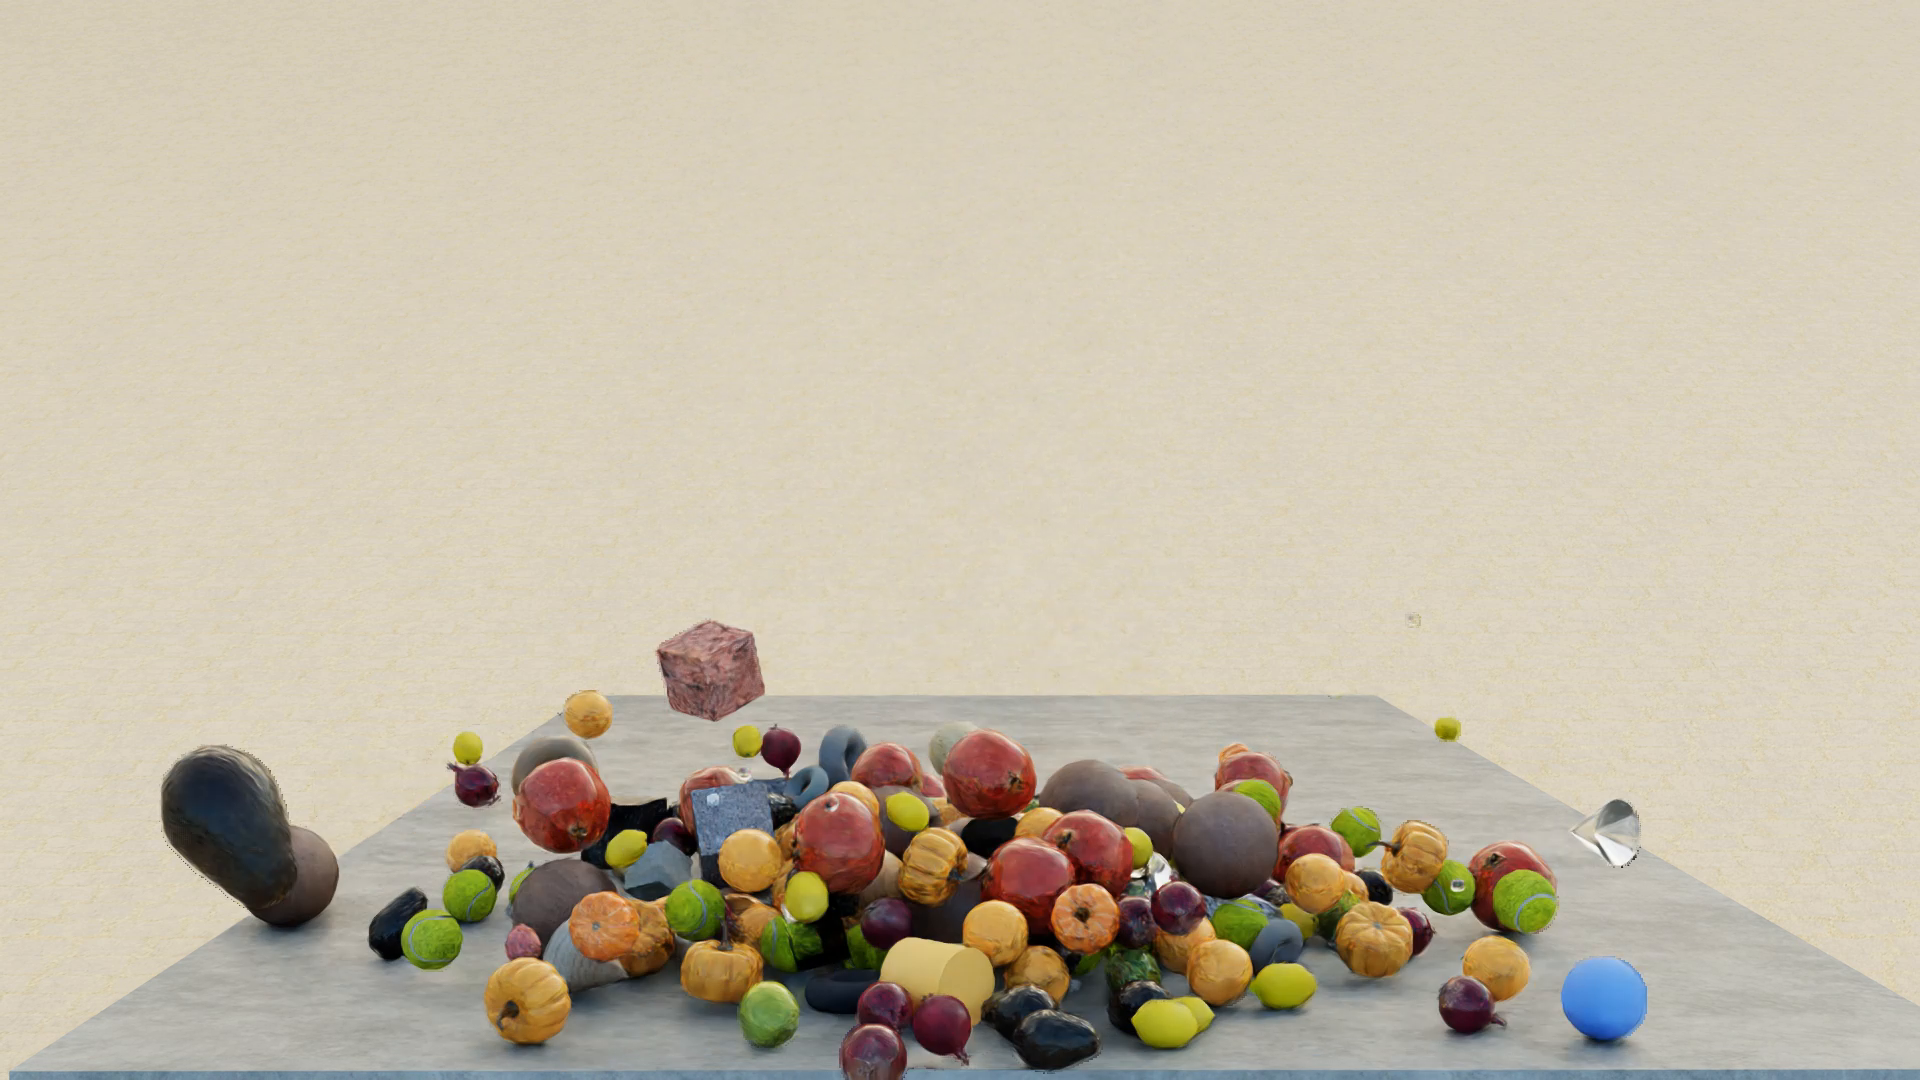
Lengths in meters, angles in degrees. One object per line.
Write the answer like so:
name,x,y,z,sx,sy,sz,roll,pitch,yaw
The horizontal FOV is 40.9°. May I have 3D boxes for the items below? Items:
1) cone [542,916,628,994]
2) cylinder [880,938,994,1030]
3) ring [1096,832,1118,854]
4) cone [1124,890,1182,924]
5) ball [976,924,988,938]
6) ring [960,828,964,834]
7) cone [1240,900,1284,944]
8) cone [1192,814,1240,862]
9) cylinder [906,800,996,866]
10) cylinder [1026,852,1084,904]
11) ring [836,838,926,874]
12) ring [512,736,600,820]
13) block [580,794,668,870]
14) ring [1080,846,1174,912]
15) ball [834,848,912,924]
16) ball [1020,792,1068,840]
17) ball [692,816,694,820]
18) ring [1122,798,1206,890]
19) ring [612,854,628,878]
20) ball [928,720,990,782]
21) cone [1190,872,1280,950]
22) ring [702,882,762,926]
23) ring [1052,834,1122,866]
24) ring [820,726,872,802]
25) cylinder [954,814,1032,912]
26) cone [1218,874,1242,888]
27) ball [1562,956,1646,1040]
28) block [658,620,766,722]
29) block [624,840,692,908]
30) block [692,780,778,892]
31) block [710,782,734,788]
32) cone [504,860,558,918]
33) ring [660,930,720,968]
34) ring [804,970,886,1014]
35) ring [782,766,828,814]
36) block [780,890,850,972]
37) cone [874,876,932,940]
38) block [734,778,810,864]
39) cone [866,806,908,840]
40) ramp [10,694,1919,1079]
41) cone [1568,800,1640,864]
cone,-0.401,0.477,2.879,0.092,0.092,0.092,14,27,38
cylinder,-0.025,0.475,2.760,0.087,0.087,0.087,2,19,43
ring,0.205,0.449,3.614,0.027,0.080,0.080,1,24,8
cone,0.253,0.458,3.380,0.079,0.079,0.079,0,2,0
ball,0.007,0.473,3.234,0.060,0.060,0.060,0,25,0
ring,0.021,0.450,3.718,0.025,0.076,0.076,-24,28,-5
cone,0.380,0.487,3.206,0.059,0.059,0.059,-11,55,16
cone,0.372,0.450,3.773,0.081,0.081,0.081,11,27,25
cylinder,-0.010,0.433,3.815,0.098,0.098,0.098,-7,15,43
cylinder,0.132,0.462,3.517,0.062,0.062,0.062,-14,8,-29
ring,-0.116,0.463,3.760,0.132,0.044,0.132,0,0,0
ring,-0.582,0.342,3.705,0.127,0.127,0.042,0,-19,0
block,-0.500,0.435,3.835,0.096,0.096,0.096,1,2,19
ring,0.202,0.411,3.127,0.114,0.038,0.114,-5,26,3
ball,-0.104,0.413,3.073,0.091,0.091,0.091,0,25,0
ball,0.122,0.404,3.769,0.070,0.070,0.070,0,25,0
ball,-0.339,0.377,3.575,0.066,0.066,0.066,0,25,0
ring,0.281,0.419,3.555,0.137,0.137,0.046,20,31,37
ring,-0.457,0.472,3.715,0.089,0.030,0.089,2,1,0
ball,-0.001,0.292,3.564,0.085,0.085,0.085,0,25,0
cone,0.347,0.451,3.147,0.096,0.096,0.096,-6,18,32
ring,-0.284,0.430,3.268,0.044,0.131,0.131,31,21,-14
ring,0.202,0.462,3.794,0.135,0.045,0.135,0,2,0
ring,-0.179,0.351,4.036,0.040,0.120,0.120,-12,18,27
cylinder,0.041,0.401,3.196,0.090,0.090,0.090,2,53,-3
cone,0.355,0.483,3.450,0.052,0.052,0.052,0,28,1
ball,0.670,0.477,2.685,0.085,0.085,0.085,0,25,0
block,-0.348,0.183,3.609,0.096,0.096,0.096,12,31,42
block,-0.401,0.444,3.424,0.060,0.060,0.060,-17,50,28
block,-0.277,0.363,3.162,0.091,0.091,0.091,-8,56,-9
block,-0.332,0.429,3.971,0.099,0.099,0.099,1,2,16
cone,-0.571,0.460,3.433,0.072,0.072,0.072,0,2,0
ring,-0.320,0.485,3.061,0.079,0.026,0.079,21,-5,2
ring,-0.120,0.498,2.844,0.104,0.035,0.104,-1,2,0
ring,-0.225,0.364,3.749,0.079,0.026,0.079,-30,34,23
block,-0.165,0.445,2.931,0.061,0.061,0.061,-14,15,-9
cone,-0.065,0.483,3.238,0.087,0.087,0.087,-7,30,-15
block,-0.298,0.417,3.785,0.100,0.100,0.100,-2,65,-35
cone,-0.127,0.461,3.953,0.078,0.078,0.078,-34,40,-33
ramp,0.056,0.509,4.552,2.000,0.100,4.000,0,2,0
cone,0.930,0.429,3.789,0.095,0.095,0.095,-18,7,-35
